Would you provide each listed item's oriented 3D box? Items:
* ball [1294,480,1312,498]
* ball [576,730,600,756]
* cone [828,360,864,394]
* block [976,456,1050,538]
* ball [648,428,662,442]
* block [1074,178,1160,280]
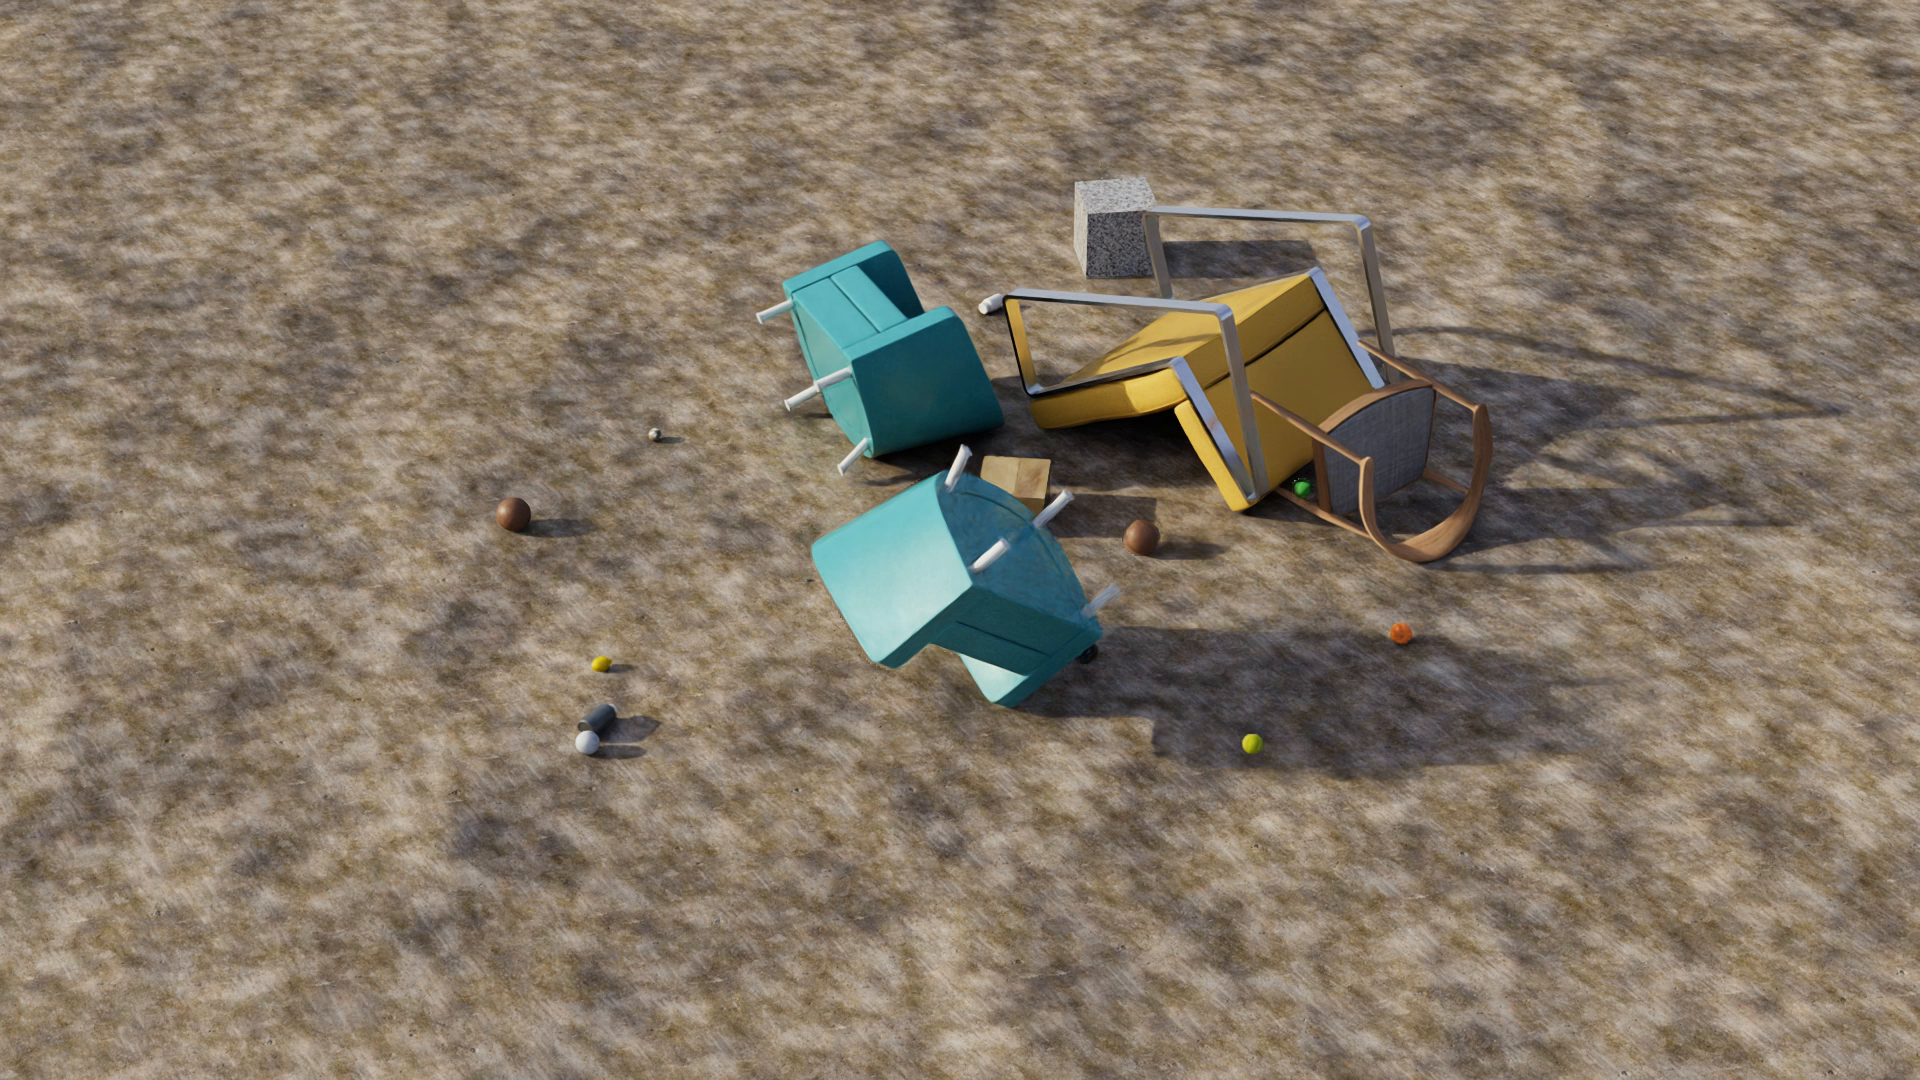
[{"bbox_3d":[1.293,-0.191,11.062,0.065,0.065,0.065,0,33,0],"label":"ball"},{"bbox_3d":[-1.249,0.680,9.837,0.082,0.082,0.082,0,33,0],"label":"ball"},{"bbox_3d":[-0.481,-0.629,11.839,0.130,0.149,0.163,-27,71,15],"label":"cone"},{"bbox_3d":[0.203,-0.163,11.033,0.253,0.175,0.276,3,34,5],"label":"block"},{"bbox_3d":[-1.199,-0.414,11.525,0.052,0.052,0.052,0,33,0],"label":"ball"},{"bbox_3d":[0.676,-1.353,12.713,0.311,0.314,0.310,-4,34,-7],"label":"block"}]
